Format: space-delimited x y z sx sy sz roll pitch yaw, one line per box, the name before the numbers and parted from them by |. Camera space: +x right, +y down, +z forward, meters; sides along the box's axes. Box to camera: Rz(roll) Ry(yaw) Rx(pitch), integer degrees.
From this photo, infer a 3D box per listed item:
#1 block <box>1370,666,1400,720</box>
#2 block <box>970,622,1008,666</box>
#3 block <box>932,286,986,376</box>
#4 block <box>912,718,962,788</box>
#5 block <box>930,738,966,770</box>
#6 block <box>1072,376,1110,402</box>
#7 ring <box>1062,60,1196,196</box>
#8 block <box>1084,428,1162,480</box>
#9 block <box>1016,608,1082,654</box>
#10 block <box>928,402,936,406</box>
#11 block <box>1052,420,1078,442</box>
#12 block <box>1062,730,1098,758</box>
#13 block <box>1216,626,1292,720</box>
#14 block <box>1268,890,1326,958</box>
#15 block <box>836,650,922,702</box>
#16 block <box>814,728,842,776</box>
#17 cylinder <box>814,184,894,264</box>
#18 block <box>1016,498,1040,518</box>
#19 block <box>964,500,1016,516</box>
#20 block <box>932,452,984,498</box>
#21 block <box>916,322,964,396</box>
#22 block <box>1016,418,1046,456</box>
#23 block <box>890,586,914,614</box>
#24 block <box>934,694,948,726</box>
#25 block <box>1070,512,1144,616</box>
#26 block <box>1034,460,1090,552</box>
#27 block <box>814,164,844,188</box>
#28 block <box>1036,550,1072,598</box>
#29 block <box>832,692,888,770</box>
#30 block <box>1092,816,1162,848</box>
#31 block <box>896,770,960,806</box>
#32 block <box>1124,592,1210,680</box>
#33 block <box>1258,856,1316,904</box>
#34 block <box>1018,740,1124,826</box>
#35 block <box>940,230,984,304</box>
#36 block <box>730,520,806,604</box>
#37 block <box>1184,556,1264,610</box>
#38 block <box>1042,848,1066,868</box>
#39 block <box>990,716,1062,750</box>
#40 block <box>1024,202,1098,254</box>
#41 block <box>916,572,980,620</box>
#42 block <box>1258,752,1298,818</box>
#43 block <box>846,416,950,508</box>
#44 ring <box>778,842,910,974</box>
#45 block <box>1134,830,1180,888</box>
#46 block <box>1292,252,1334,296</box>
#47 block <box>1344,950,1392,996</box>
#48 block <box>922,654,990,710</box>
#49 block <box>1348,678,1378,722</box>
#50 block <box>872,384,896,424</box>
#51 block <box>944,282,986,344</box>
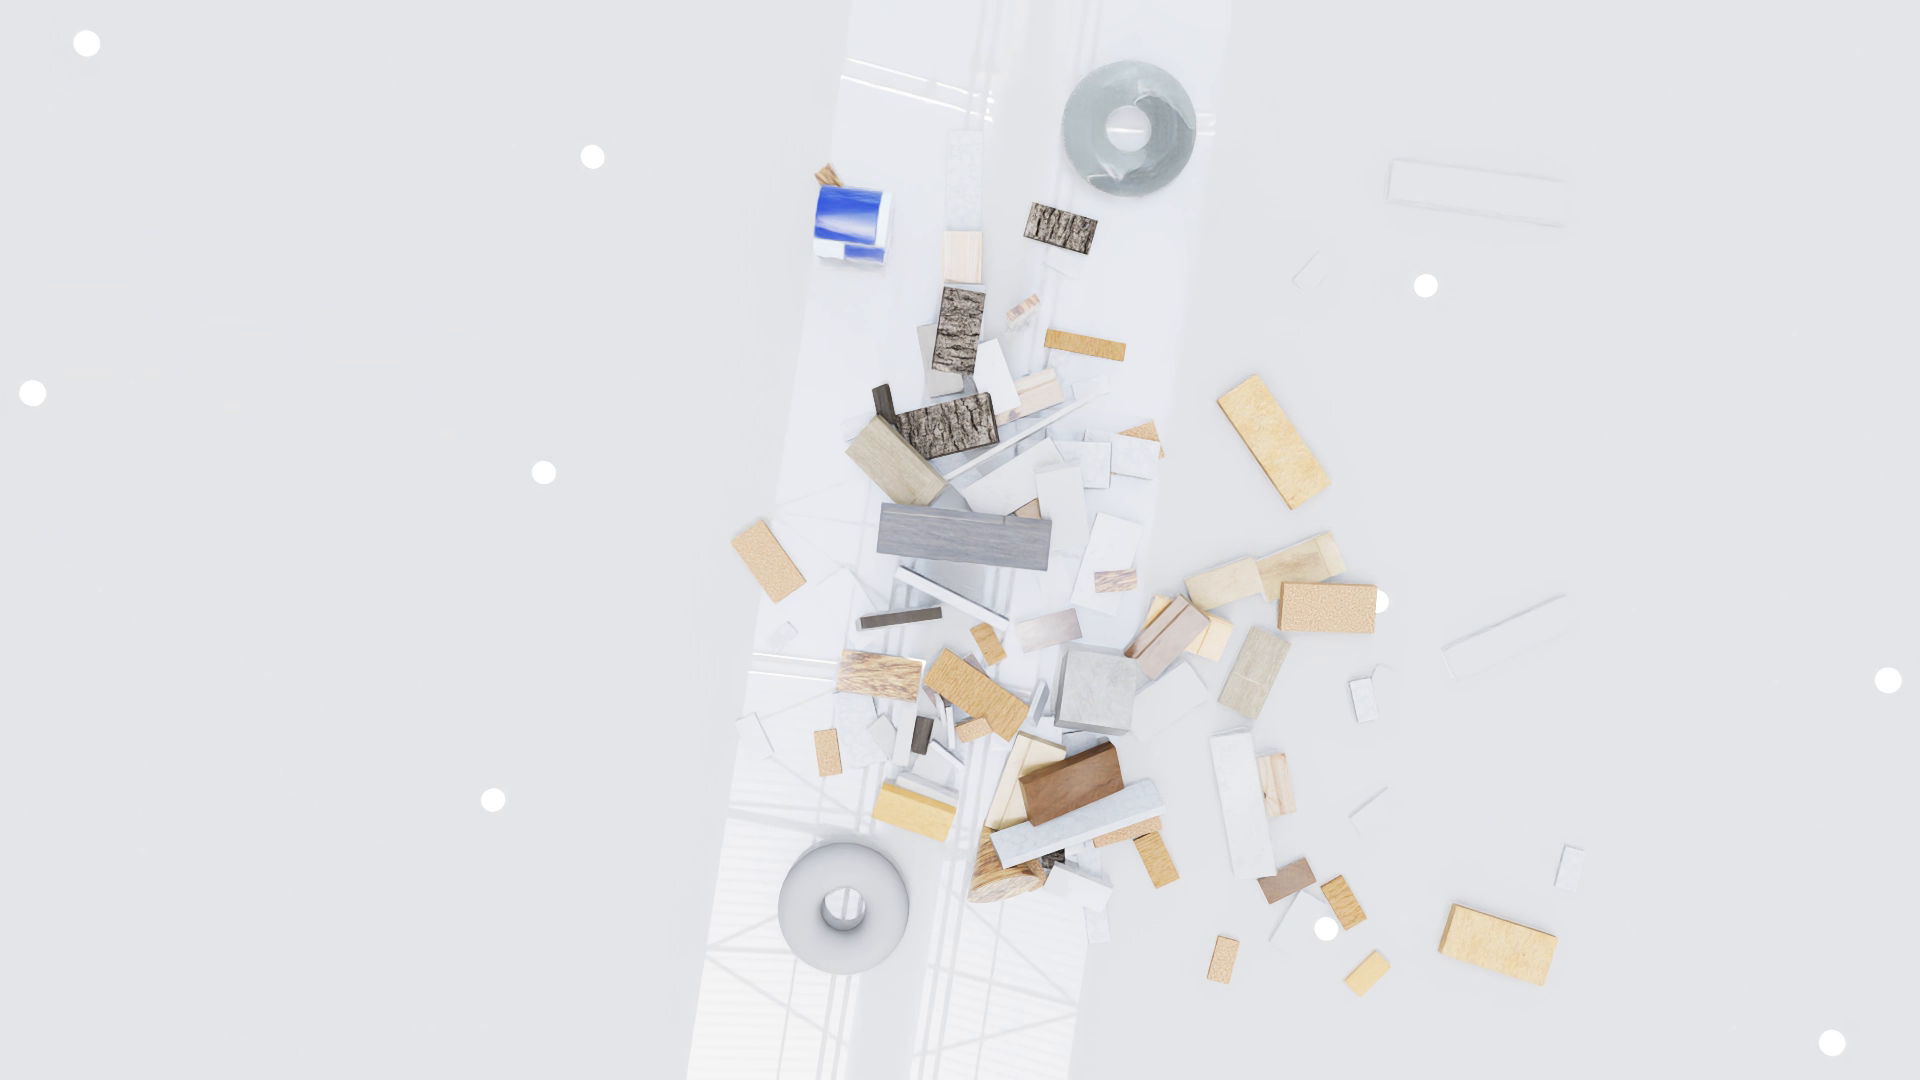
block | 1.391 0.508 5.488 0.082 0.023 0.164 24 90 0
block | 0.095 0.344 5.490 0.069 0.020 0.139 -28 90 -1
block | -0.005 -0.679 5.374 0.135 0.038 0.271 8 95 -10
block | -0.077 0.723 5.484 0.116 0.033 0.232 23 90 0
block | -0.042 0.705 5.433 0.134 0.067 0.019 39 91 0
block | 0.435 -0.505 5.492 0.118 0.017 0.059 -15 90 0
ring | 0.556 -1.353 5.426 0.448 0.149 0.448 0 91 -1
block | 0.527 -0.283 5.447 0.251 0.036 0.126 11 90 0
block | 0.296 0.301 5.486 0.203 0.029 0.102 -15 90 0
block | -0.023 -0.387 5.458 0.190 0.027 0.095 17 89 18
block | 0.351 -0.343 5.493 0.053 0.015 0.105 -31 90 0
block | 0.368 0.685 5.488 0.176 0.025 0.088 -8 90 0
block | 0.977 0.442 5.480 0.139 0.039 0.278 25 90 0
block | 1.123 1.274 5.486 0.102 0.029 0.203 31 90 0
block | -0.266 0.451 5.452 0.268 0.038 0.134 8 73 4
block | -0.440 0.708 5.489 0.075 0.021 0.149 -8 90 0
cylinder | -0.347 -1.029 5.384 0.231 0.231 0.231 7 90 0
block | 0.287 -0.097 5.483 0.237 0.034 0.118 -1 90 0
block | 0.129 -0.061 5.459 0.118 0.034 0.237 -33 83 11
block | -0.016 -0.244 5.487 0.095 0.027 0.190 -41 90 0
block | -0.064 -0.598 5.439 0.117 0.033 0.234 -10 107 3
block | 0.238 -0.308 5.473 0.095 0.027 0.190 -2 91 11
block | -0.197 0.219 5.491 0.061 0.017 0.122 12 90 0
block | -0.063 0.560 5.434 0.015 0.052 0.104 -16 123 -10
block | 0.486 0.080 5.478 0.157 0.044 0.314 17 90 0
block | 0.333 -0.109 5.379 0.148 0.042 0.295 -11 121 -2
block | -0.426 -1.181 5.482 0.061 0.017 0.122 -33 90 19
block | 0.299 0.082 5.486 0.099 0.028 0.199 -15 90 0
block | -0.333 0.621 5.482 0.129 0.036 0.257 -14 90 0
block | 0.544 0.933 5.473 0.232 0.033 0.116 -15 90 -5
block | -0.117 0.850 5.460 0.210 0.030 0.105 23 122 0
block | 0.682 0.318 5.437 0.137 0.039 0.274 41 105 -6
block | 1.087 1.133 5.488 0.176 0.025 0.088 -26 90 0
block | 0.366 0.798 5.403 0.335 0.047 0.167 -20 116 -14
block | 0.006 -0.880 5.430 0.135 0.038 0.271 1 107 0
block | -0.637 0.073 5.482 0.127 0.036 0.254 -35 90 0
block | 0.877 0.148 5.463 0.237 0.034 0.118 -19 90 10
block | 0.308 1.014 5.462 0.076 0.021 0.151 2 99 28
block | 0.221 0.642 5.463 0.232 0.033 0.116 2 85 4
block | 0.334 -1.035 5.484 0.227 0.032 0.113 16 90 0
block | -0.041 0.186 5.486 0.199 0.028 0.099 19 90 0
block | 1.046 0.811 5.466 0.099 0.028 0.199 -12 90 0
block | -0.208 -0.237 5.419 0.330 0.047 0.165 45 109 11
ring | -0.384 1.213 5.429 0.434 0.145 0.434 0 90 -1
block | 0.653 1.061 5.488 0.088 0.025 0.176 -25 90 0
block | 1.176 -0.888 5.491 0.067 0.019 0.133 42 90 0
block | 1.356 1.444 5.490 0.146 0.021 0.073 -44 90 0
block | -0.014 0.474 5.486 0.203 0.029 0.102 -35 90 0
block | 1.338 0.530 5.467 0.069 0.020 0.138 -12 90 0
block | -0.251 -0.444 5.465 0.067 0.019 0.133 -16 84 44
block | 0.011 -0.709 5.442 0.135 0.038 0.271 1 107 0
